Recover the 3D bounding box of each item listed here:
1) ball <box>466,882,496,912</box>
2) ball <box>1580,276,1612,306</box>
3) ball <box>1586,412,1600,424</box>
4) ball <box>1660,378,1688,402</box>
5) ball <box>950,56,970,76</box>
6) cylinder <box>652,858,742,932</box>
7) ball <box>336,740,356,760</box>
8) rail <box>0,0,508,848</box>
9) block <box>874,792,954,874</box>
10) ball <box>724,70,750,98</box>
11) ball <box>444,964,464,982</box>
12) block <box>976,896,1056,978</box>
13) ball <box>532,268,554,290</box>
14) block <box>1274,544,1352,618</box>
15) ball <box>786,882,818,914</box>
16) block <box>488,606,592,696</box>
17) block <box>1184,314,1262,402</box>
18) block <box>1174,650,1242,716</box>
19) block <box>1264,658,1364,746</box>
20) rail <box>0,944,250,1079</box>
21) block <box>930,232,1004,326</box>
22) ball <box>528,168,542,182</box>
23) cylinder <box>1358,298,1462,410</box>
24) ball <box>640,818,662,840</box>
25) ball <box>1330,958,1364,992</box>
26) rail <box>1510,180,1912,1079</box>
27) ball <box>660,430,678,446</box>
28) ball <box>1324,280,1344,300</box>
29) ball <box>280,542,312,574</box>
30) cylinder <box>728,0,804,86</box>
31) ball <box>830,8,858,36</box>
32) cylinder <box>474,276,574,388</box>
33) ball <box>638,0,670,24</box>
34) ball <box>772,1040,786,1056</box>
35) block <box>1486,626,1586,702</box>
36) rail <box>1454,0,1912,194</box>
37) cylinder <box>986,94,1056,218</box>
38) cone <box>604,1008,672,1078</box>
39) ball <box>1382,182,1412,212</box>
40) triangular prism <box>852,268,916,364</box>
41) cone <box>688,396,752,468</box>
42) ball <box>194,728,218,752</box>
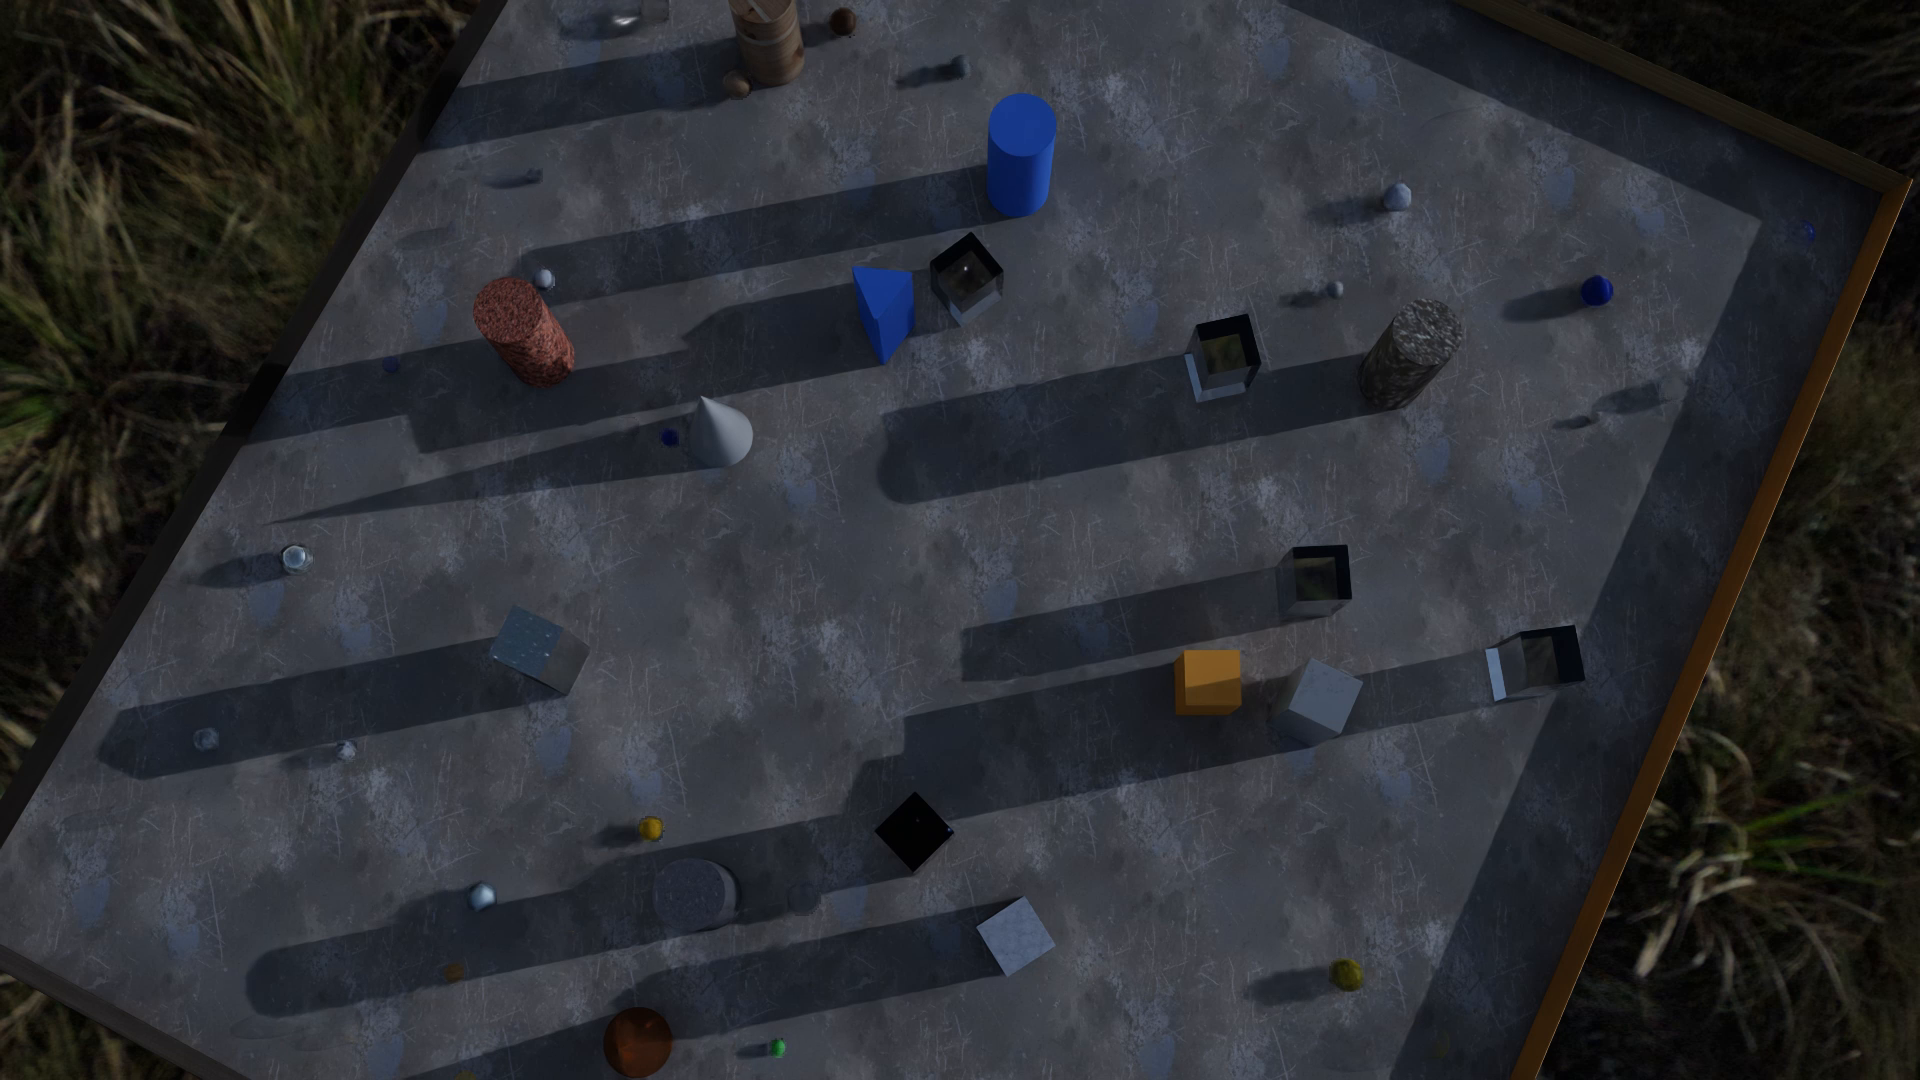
[{"bbox_3d":[-1.399,1.044,5.358,0.084,0.084,0.084,0,78,0],"label":"ball"},{"bbox_3d":[1.990,-0.777,5.729,0.096,0.096,0.096,0,78,0],"label":"ball"},{"bbox_3d":[1.960,-0.378,5.674,0.041,0.041,0.041,0,78,0],"label":"ball"},{"bbox_3d":[2.210,-0.465,5.674,0.077,0.077,0.077,0,78,0],"label":"ball"},{"bbox_3d":[0.001,-1.525,5.899,0.066,0.066,0.066,0,78,0],"label":"ball"},{"bbox_3d":[-0.743,1.010,5.209,0.200,0.389,0.200,0,78,0],"label":"cylinder"},{"bbox_3d":[-1.829,0.627,5.456,0.060,0.060,0.060,0,78,0],"label":"ball"},{"bbox_3d":[-1.901,-0.924,5.741,0.045,0.130,4.705,26,80,5],"label":"rail"},{"bbox_3d":[-0.128,0.849,5.292,0.160,0.291,0.160,-43,82,-8],"label":"block"},{"bbox_3d":[-0.715,-1.464,5.875,0.087,0.087,0.087,0,78,0],"label":"ball"},{"bbox_3d":[-1.472,1.259,5.328,0.054,0.054,0.054,0,78,0],"label":"ball"},{"bbox_3d":[0.154,1.126,5.213,0.160,0.334,0.160,-32,80,-6],"label":"block"},{"bbox_3d":[-1.310,-0.820,5.753,0.065,0.065,0.065,0,78,0],"label":"ball"},{"bbox_3d":[1.046,0.126,5.437,0.160,0.301,0.160,-3,78,-1],"label":"block"},{"bbox_3d":[-0.459,1.044,5.353,0.093,0.093,0.093,0,78,0],"label":"ball"},{"bbox_3d":[-1.221,0.326,5.347,0.160,0.397,0.160,24,79,5],"label":"block"},{"bbox_3d":[0.797,-0.551,5.579,0.160,0.297,0.160,-12,79,-3],"label":"block"},{"bbox_3d":[0.727,0.422,5.399,0.160,0.256,0.160,0,78,0],"label":"block"},{"bbox_3d":[1.022,0.475,5.315,0.160,0.398,0.160,26,79,5],"label":"block"},{"bbox_3d":[-1.041,2.047,5.126,4.298,0.130,0.045,26,80,5],"label":"rail"},{"bbox_3d":[0.021,-0.802,5.657,0.160,0.246,0.160,-37,81,-7],"label":"block"},{"bbox_3d":[-1.355,-1.163,5.834,0.046,0.046,0.046,0,78,0],"label":"ball"},{"bbox_3d":[1.341,-0.550,5.491,0.200,0.470,0.200,0,78,0],"label":"cylinder"},{"bbox_3d":[-0.912,0.853,5.406,0.066,0.066,0.066,0,78,0],"label":"ball"},{"bbox_3d":[1.122,1.261,5.307,0.096,0.096,0.096,0,78,0],"label":"ball"},{"bbox_3d":[1.901,0.938,5.355,0.045,0.130,4.705,26,80,5],"label":"rail"},{"bbox_3d":[-0.897,-0.315,5.655,0.053,0.053,0.053,0,78,0],"label":"ball"},{"bbox_3d":[1.174,-0.783,5.748,0.060,0.060,0.060,0,78,0],"label":"ball"},{"bbox_3d":[-2.013,0.054,5.557,0.096,0.096,0.096,0,78,0],"label":"ball"},{"bbox_3d":[-0.602,-1.605,5.728,0.200,0.432,0.200,0,78,0],"label":"cylinder"},{"bbox_3d":[-0.376,-1.673,5.918,0.089,0.089,0.089,0,78,0],"label":"ball"},{"bbox_3d":[-1.305,-0.618,5.512,0.200,0.456,0.200,0,78,0],"label":"cylinder"},{"bbox_3d":[-0.988,-1.717,5.921,0.100,0.100,0.100,0,78,0],"label":"ball"},{"bbox_3d":[-0.524,1.466,5.292,0.042,0.042,0.042,0,78,0],"label":"ball"},{"bbox_3d":[1.679,0.364,5.364,0.160,0.348,0.160,-7,78,-1],"label":"block"},{"bbox_3d":[1.041,-2.033,5.970,4.298,0.130,0.045,26,80,5],"label":"rail"},{"bbox_3d":[0.184,-1.172,5.617,0.200,0.474,0.200,0,78,0],"label":"cylinder"},{"bbox_3d":[-0.934,1.426,5.163,0.200,0.310,0.200,0,78,0],"label":"cone"},{"bbox_3d":[1.382,-1.083,5.794,0.093,0.093,0.093,0,78,0],"label":"ball"},{"bbox_3d":[-0.252,-0.704,5.535,0.150,0.446,0.173,36,81,7],"label":"triangular prism"},{"bbox_3d":[-0.742,-0.367,5.463,0.200,0.450,0.200,0,78,0],"label":"cone"},{"bbox_3d":[-2.247,0.594,5.458,0.069,0.069,0.069,0,78,0],"label":"ball"}]
